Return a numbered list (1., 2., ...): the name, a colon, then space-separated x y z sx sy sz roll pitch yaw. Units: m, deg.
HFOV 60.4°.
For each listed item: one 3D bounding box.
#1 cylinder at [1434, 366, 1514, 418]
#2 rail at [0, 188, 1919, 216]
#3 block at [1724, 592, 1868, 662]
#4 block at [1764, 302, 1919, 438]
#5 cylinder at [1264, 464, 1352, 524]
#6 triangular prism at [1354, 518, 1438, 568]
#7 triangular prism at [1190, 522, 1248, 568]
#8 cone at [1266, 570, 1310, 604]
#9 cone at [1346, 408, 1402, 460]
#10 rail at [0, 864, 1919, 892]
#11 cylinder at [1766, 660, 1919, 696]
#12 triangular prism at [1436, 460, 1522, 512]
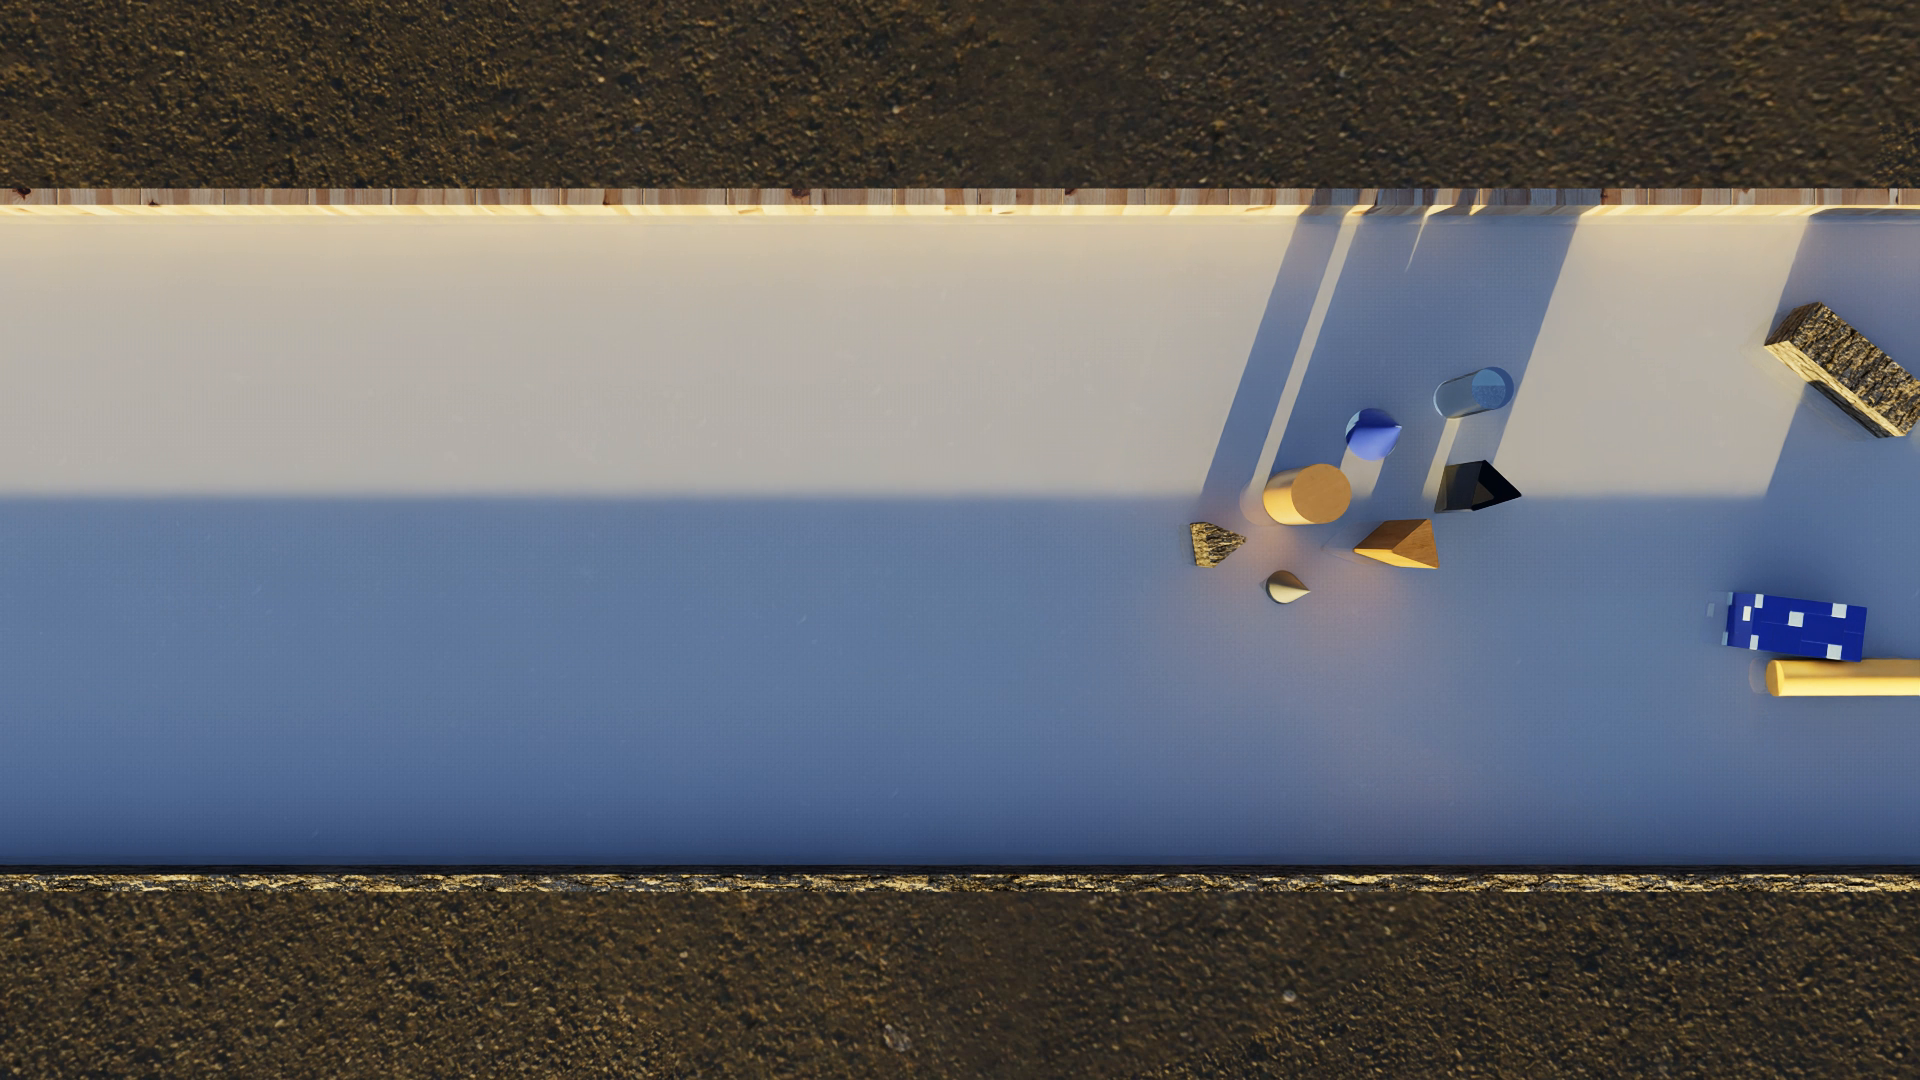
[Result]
1. cylinder: 1.518 -0.433 4.888 0.122 0.376 0.122 0 90 0
2. rail: -2.247 -1.025 5.002 12.000 0.150 0.050 0 90 0
3. block: 2.527 0.262 4.994 0.333 0.165 0.165 7 90 0
4. block: 2.696 -0.513 5.001 0.451 0.152 0.152 39 90 0
5. cylinder: 1.017 -0.131 4.861 0.170 0.432 0.170 0 90 0
6. triangular prism: 1.295 -0.002 4.848 0.140 0.457 0.121 19 90 0
7. triangular prism: 0.745 -0.006 4.926 0.132 0.301 0.115 -39 90 0
8. cone: 0.992 0.145 4.872 0.104 0.409 0.104 0 90 0
9. cone: 1.269 -0.325 4.904 0.163 0.345 0.163 0 90 0
10. rail: -2.247 1.025 5.001 12.000 0.150 0.050 0 90 0
11. cylinder: 2.702 0.420 5.021 0.441 0.111 0.111 0 90 0
12. triangular prism: 1.514 -0.167 4.892 0.148 0.369 0.128 -17 90 0
